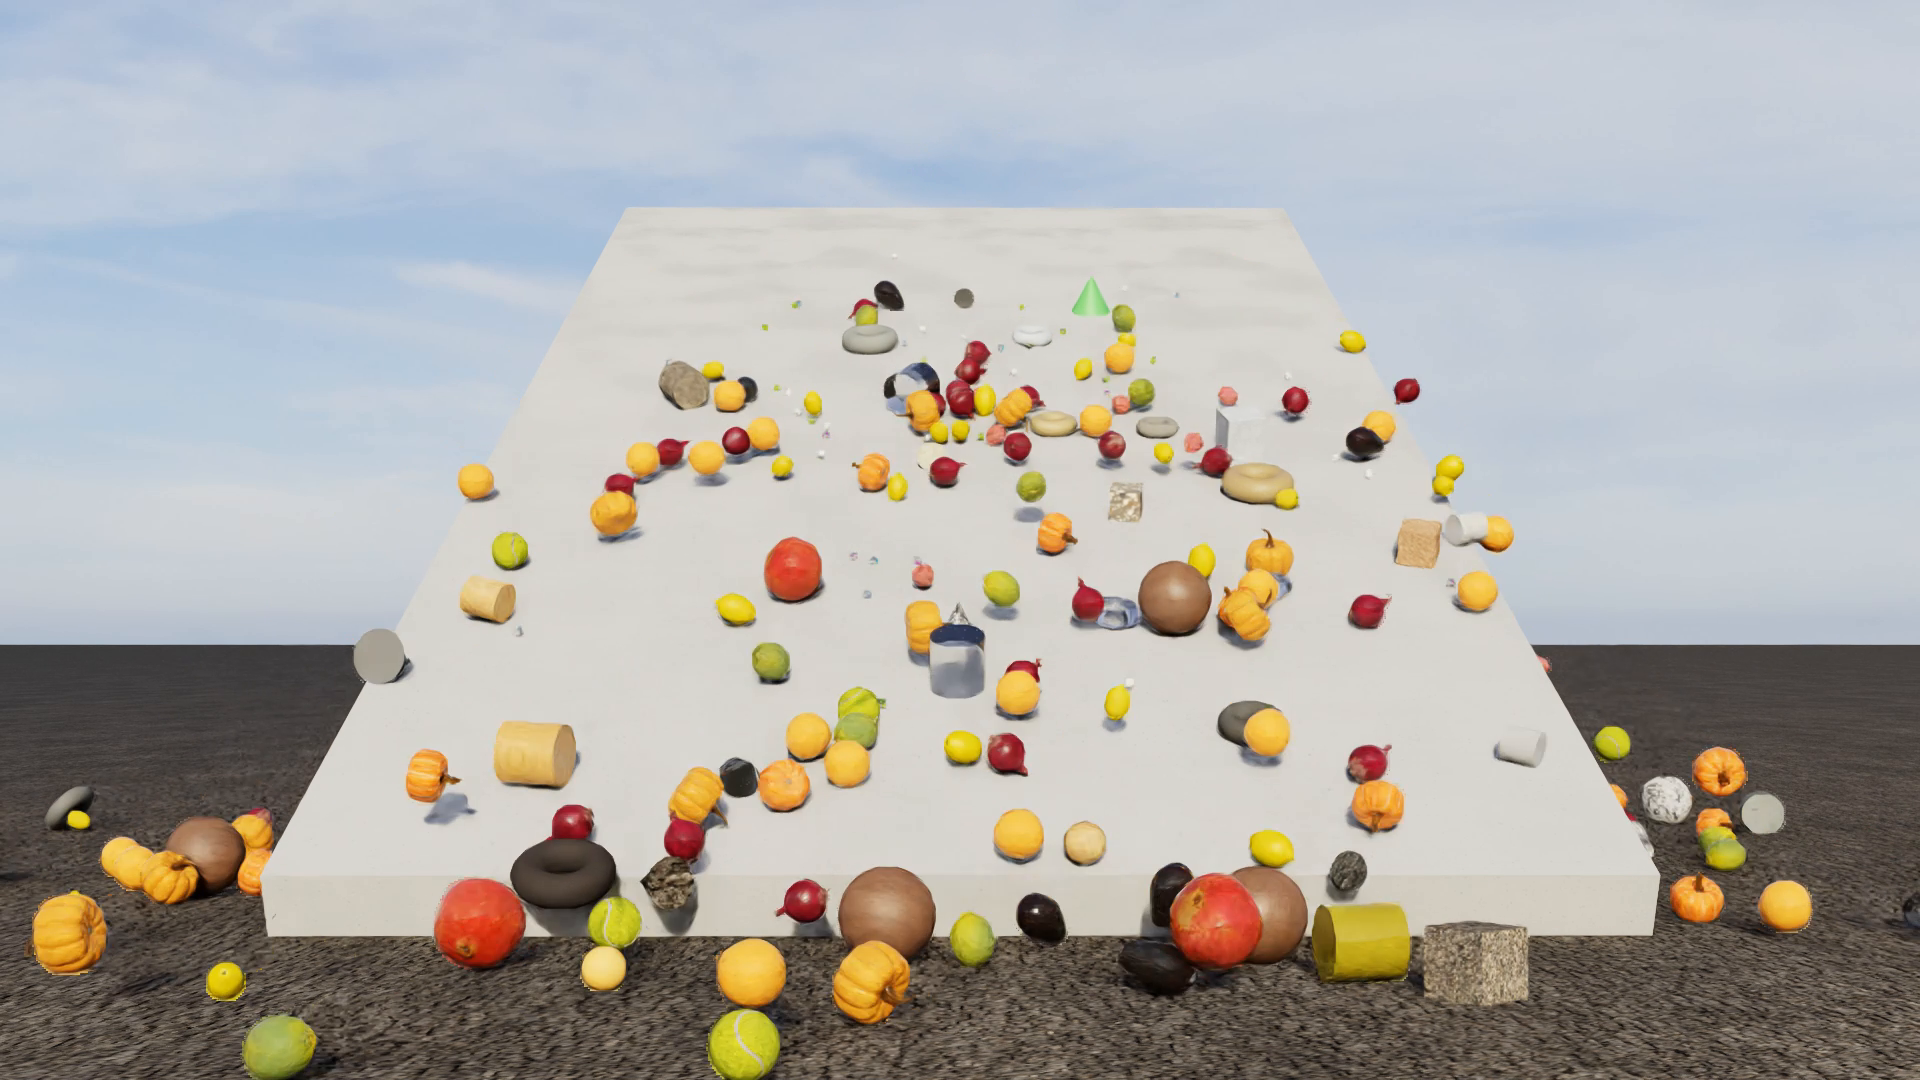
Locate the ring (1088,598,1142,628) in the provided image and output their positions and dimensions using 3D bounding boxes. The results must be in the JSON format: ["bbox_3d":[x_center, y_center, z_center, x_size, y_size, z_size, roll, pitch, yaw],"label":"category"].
[{"bbox_3d":[0.277,0.130,4.103,0.095,0.032,0.095,1,23,0],"label":"ring"}]

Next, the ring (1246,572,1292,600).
[{"bbox_3d":[0.568,0.084,4.224,0.087,0.029,0.087,-1,23,0],"label":"ring"}]

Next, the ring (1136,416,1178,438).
[{"bbox_3d":[0.435,-0.248,5.049,0.093,0.031,0.093,1,21,0],"label":"ring"}]

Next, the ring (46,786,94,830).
[{"bbox_3d":[-1.994,0.600,5.140,0.040,0.120,0.120,42,4,8],"label":"ring"}]

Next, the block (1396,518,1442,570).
[{"bbox_3d":[0.873,0.006,4.363,0.071,0.071,0.071,7,23,17],"label":"block"}]

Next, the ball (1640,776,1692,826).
[{"bbox_3d":[1.083,0.400,3.521,0.076,0.076,0.076,0,-2,0],"label":"ball"}]

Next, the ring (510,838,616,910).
[{"bbox_3d":[-0.559,0.470,3.235,0.148,0.049,0.148,1,23,-1],"label":"ring"}]

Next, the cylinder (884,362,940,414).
[{"bbox_3d":[-0.109,-0.344,5.197,0.095,0.095,0.095,-1,19,29],"label":"cylinder"}]

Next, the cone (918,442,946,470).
[{"bbox_3d":[-0.060,-0.174,4.866,0.061,0.061,0.061,0,-5,1],"label":"cone"}]

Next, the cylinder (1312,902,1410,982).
[{"bbox_3d":[0.498,0.500,2.856,0.094,0.094,0.094,0,-2,-9],"label":"cylinder"}]

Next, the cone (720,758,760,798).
[{"bbox_3d":[-0.324,0.349,3.476,0.065,0.065,0.065,1,-24,-24],"label":"cone"}]

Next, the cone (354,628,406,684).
[{"bbox_3d":[-0.967,0.200,3.910,0.095,0.095,0.095,-1,-6,14],"label":"cone"}]

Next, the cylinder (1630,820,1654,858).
[{"bbox_3d":[1.256,0.569,4.291,0.066,0.066,0.066,0,23,2],"label":"cylinder"}]

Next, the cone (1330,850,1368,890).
[{"bbox_3d":[0.541,0.470,3.269,0.057,0.057,0.057,1,-6,-19],"label":"cone"}]

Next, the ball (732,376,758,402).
[{"bbox_3d":[-0.491,-0.345,5.250,0.057,0.057,0.057,0,-2,0],"label":"ball"}]

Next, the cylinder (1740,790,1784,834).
[{"bbox_3d":[1.767,0.601,5.057,0.090,0.090,0.090,-1,-2,16],"label":"cylinder"}]

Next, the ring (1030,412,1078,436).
[{"bbox_3d":[0.207,-0.256,5.062,0.104,0.035,0.104,0,21,0],"label":"ring"}]

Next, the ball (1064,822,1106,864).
[{"bbox_3d":[0.180,0.436,3.304,0.061,0.061,0.061,0,-2,0],"label":"ball"}]

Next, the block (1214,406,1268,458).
[{"bbox_3d":[0.604,-0.232,4.936,0.085,0.085,0.085,-5,22,-11],"label":"block"}]

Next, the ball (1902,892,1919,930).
[{"bbox_3d":[1.420,0.547,3.383,0.056,0.056,0.056,0,-2,0],"label":"ball"}]

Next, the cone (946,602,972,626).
[{"bbox_3d":[-0.003,0.133,4.066,0.054,0.054,0.054,0,22,0],"label":"cone"}]

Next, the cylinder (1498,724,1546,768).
[{"bbox_3d":[0.882,0.322,3.597,0.056,0.056,0.056,16,5,29],"label":"cylinder"}]

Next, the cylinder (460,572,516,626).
[{"bbox_3d":[-0.842,0.104,4.092,0.071,0.071,0.071,34,15,29],"label":"cylinder"}]

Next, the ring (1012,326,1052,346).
[{"bbox_3d":[0.179,-0.505,5.684,0.100,0.033,0.100,0,23,0],"label":"ring"}]

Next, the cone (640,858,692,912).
[{"bbox_3d":[-0.428,0.481,3.226,0.075,0.075,0.075,2,-3,-43],"label":"cone"}]

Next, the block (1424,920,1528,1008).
[{"bbox_3d":[0.616,0.504,2.738,0.086,0.086,0.086,2,-3,-39],"label":"block"}]

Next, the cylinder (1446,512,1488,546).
[{"bbox_3d":[0.983,-0.023,4.449,0.060,0.060,0.060,-8,1,-22],"label":"cylinder"}]

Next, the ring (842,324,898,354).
[{"bbox_3d":[-0.222,-0.492,5.631,0.140,0.047,0.140,-1,23,0],"label":"ring"}]

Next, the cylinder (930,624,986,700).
[{"bbox_3d":[-0.005,0.203,3.838,0.094,0.094,0.094,0,22,0],"label":"cylinder"}]

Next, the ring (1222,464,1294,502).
[{"bbox_3d":[0.609,-0.117,4.699,0.149,0.050,0.149,1,21,0],"label":"ring"}]

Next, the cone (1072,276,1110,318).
[{"bbox_3d":[0.339,-0.637,5.923,0.099,0.099,0.099,0,22,0],"label":"cone"}]

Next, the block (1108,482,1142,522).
[{"bbox_3d":[0.331,-0.075,4.577,0.061,0.061,0.061,3,22,8],"label":"block"}]

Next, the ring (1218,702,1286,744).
[{"bbox_3d":[0.469,0.294,3.690,0.110,0.037,0.110,-2,24,1],"label":"ring"}]

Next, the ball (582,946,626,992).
[{"bbox_3d":[-0.434,0.523,2.799,0.055,0.055,0.055,0,-2,0],"label":"ball"}]

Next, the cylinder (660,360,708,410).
[{"bbox_3d":[-0.628,-0.353,5.226,0.089,0.089,0.089,1,27,-24],"label":"cylinder"}]

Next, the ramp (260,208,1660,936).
[{"bbox_3d":[-0.006,-0.220,5.152,2.000,0.100,4.000,0,22,0],"label":"ramp"}]
